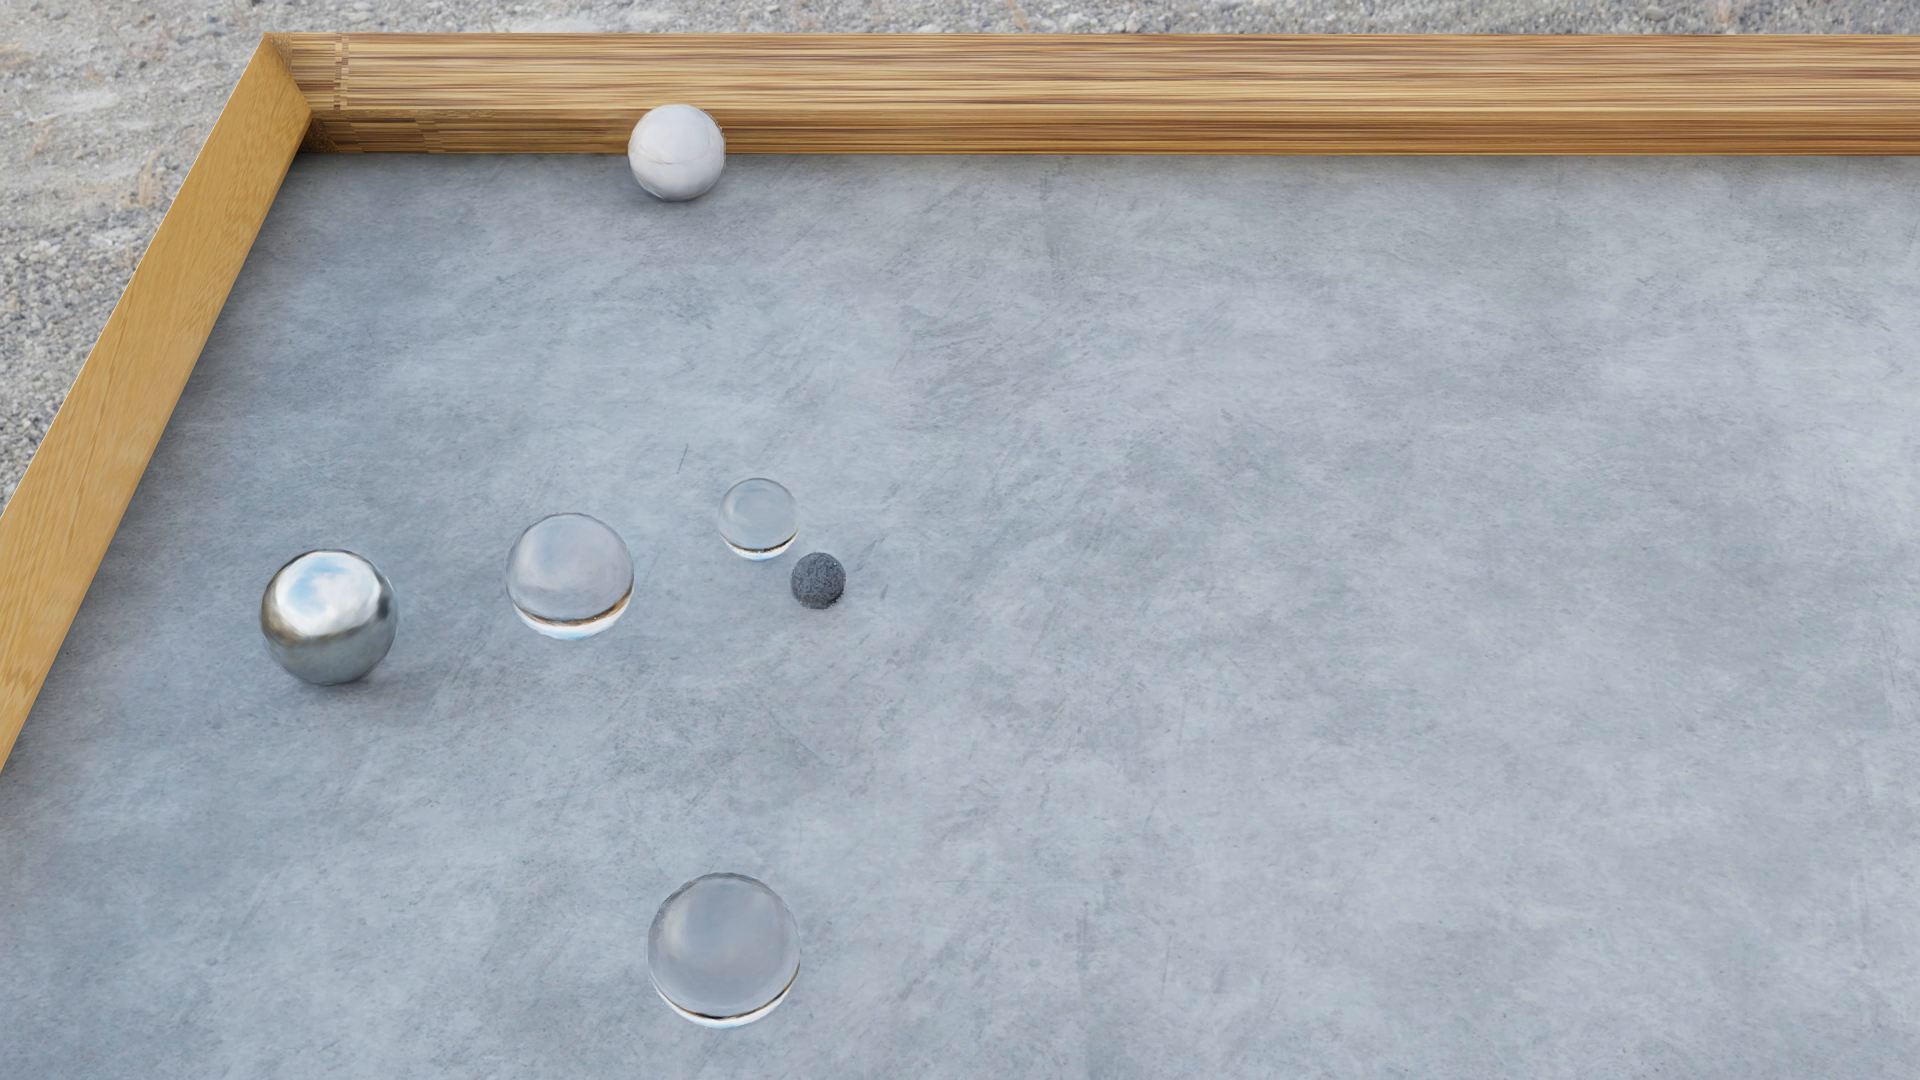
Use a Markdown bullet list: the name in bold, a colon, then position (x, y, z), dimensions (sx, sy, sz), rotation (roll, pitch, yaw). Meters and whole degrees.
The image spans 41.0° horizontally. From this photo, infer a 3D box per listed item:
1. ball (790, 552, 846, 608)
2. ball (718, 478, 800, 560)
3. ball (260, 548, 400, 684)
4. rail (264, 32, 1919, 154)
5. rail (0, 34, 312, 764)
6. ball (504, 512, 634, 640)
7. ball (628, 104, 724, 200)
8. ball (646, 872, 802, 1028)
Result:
- **ball**: position (-0.102, 0.029, 1.847), dimensions (0.040, 0.040, 0.040), rotation (0, 35, 0)
- **ball**: position (-0.148, -0.016, 1.892), dimensions (0.061, 0.061, 0.061), rotation (0, 35, 0)
- **ball**: position (-0.434, 0.052, 1.766), dimensions (0.094, 0.094, 0.094), rotation (0, 35, 0)
- **rail**: position (0.651, -0.406, 2.394), dimensions (2.594, 0.122, 0.045), rotation (0, 35, 0)
- **rail**: position (-0.625, -0.021, 1.845), dimensions (0.045, 0.122, 1.397), rotation (0, 35, 0)
- **ball**: position (-0.275, 0.026, 1.807), dimensions (0.091, 0.091, 0.091), rotation (0, 35, 0)
- **ball**: position (-0.260, -0.356, 2.354), dimensions (0.088, 0.088, 0.088), rotation (0, 35, 0)
- **ball**: position (-0.138, 0.240, 1.501), dimensions (0.090, 0.090, 0.090), rotation (0, 35, 0)
